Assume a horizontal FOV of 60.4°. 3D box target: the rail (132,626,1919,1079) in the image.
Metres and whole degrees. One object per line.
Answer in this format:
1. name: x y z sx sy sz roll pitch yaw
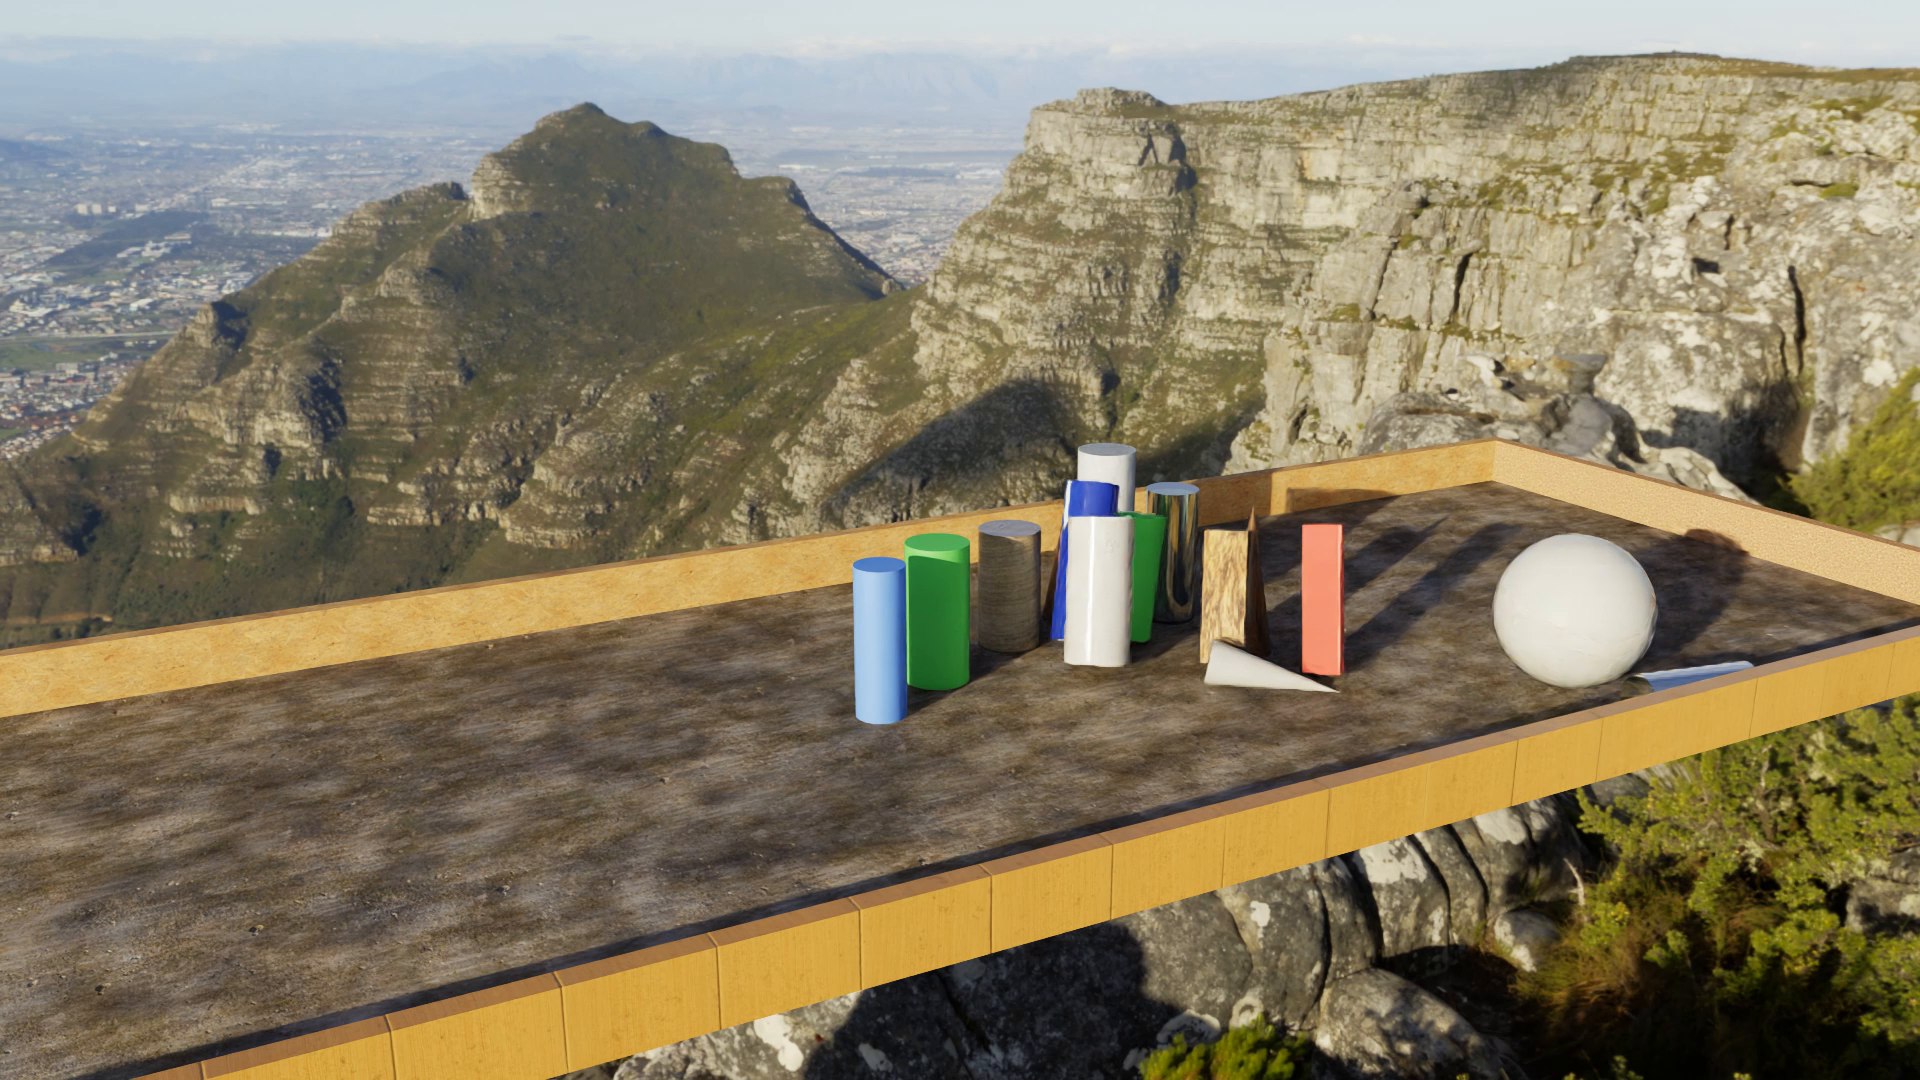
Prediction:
1. rail: -2.336 1.006 1.665 12.000 0.150 0.050 -9 18 -27

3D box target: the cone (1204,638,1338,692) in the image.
1. cone: 0.780 0.339 4.097 0.330 0.118 0.118 13 18 8

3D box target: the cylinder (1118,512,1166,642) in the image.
1. cylinder: 0.464 0.098 4.402 0.130 0.328 0.130 7 6 -1

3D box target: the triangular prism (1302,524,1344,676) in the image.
1. triangular prism: 0.942 0.148 4.173 0.098 0.377 0.113 0 0 -43

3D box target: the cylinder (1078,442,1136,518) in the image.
1. cylinder: 0.427 -0.065 4.841 0.169 0.413 0.169 0 16 0

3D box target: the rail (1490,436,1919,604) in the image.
1. rail: 2.466 -0.048 5.253 0.050 0.150 2.100 -9 18 -27

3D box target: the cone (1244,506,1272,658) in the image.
1. cone: 0.755 0.098 4.311 0.146 0.394 0.146 1 14 0

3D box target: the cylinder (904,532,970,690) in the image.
1. cylinder: -0.056 0.177 4.114 0.162 0.359 0.162 0 16 0

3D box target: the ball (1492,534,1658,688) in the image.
1. ball: 1.467 0.170 3.941 0.370 0.370 0.370 0 16 0

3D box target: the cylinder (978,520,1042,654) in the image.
1. cylinder: 0.130 0.122 4.370 0.166 0.321 0.166 0 16 0

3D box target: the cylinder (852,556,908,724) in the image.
1. cylinder: -0.187 0.236 3.887 0.124 0.374 0.124 0 16 0

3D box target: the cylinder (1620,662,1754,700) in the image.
1. cylinder: 1.730 0.364 3.892 0.302 0.127 0.127 -5 17 -16

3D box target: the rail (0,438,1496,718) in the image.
1. rail: -3.305 0.497 3.399 12.000 0.150 0.050 -9 18 -27

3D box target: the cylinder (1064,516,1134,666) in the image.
1. cylinder: 0.354 0.128 4.203 0.167 0.373 0.167 2 1 0

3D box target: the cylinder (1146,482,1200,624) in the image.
1. cylinder: 0.584 0.036 4.575 0.145 0.370 0.145 0 16 0

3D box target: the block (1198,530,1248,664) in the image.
1. block: 0.675 0.145 4.234 0.108 0.338 0.108 2 2 7

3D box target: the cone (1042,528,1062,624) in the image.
1. cone: 0.297 0.044 4.567 0.135 0.360 0.135 0 16 0

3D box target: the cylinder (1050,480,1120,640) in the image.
1. cylinder: 0.332 0.058 4.368 0.144 0.421 0.144 6 -1 0
